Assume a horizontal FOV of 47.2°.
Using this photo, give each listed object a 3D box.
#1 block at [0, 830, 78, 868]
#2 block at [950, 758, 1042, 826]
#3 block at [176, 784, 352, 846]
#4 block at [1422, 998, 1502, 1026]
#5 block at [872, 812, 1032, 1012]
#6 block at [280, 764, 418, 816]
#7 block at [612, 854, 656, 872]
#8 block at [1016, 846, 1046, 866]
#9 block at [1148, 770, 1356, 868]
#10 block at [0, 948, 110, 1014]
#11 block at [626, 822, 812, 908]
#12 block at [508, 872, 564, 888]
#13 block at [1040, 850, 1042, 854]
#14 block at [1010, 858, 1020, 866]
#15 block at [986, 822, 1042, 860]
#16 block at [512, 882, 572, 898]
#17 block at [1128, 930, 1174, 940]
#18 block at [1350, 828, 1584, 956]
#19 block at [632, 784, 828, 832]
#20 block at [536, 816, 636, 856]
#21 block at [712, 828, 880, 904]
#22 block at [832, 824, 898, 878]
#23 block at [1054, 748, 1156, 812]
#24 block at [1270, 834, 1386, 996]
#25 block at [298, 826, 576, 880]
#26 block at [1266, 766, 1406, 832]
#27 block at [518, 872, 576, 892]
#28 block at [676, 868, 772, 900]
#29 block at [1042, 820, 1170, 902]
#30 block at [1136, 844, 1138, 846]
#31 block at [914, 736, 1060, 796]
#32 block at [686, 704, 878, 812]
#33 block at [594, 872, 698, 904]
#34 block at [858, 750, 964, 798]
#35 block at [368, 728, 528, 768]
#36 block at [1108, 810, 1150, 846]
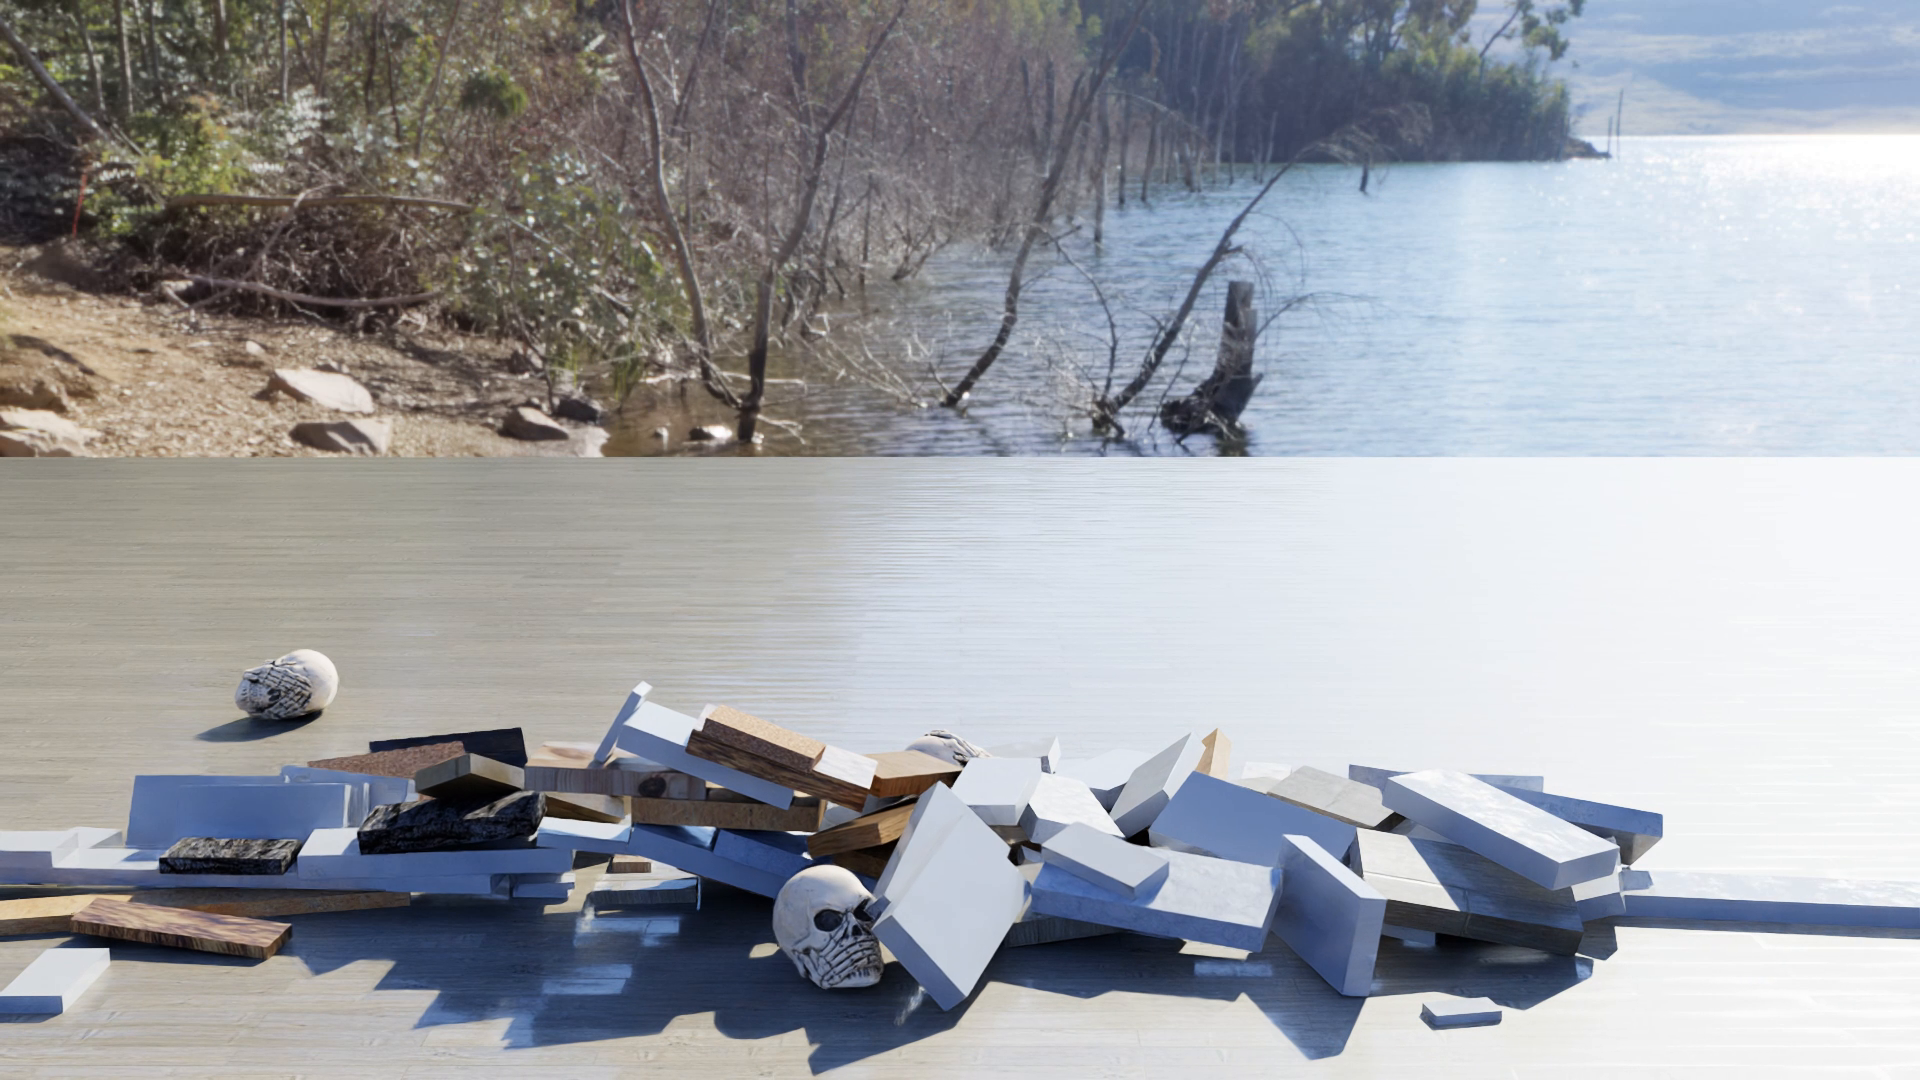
[{"bbox_3d":[-1.597,0.517,3.682,0.202,0.029,0.101,0,11,2],"label":"block"},{"bbox_3d":[0.056,0.428,3.759,0.125,0.035,0.250,-1,12,12],"label":"block"},{"bbox_3d":[-1.197,0.495,3.782,0.283,0.141,0.040,0,-10,-2],"label":"block"},{"bbox_3d":[0.721,0.677,3.160,0.101,0.014,0.050,-2,11,-11],"label":"block"},{"bbox_3d":[-0.006,0.553,3.302,0.046,0.162,0.323,-41,3,28],"label":"block"},{"bbox_3d":[-1.090,0.479,3.892,0.266,0.133,0.038,4,-11,20],"label":"block"},{"bbox_3d":[-0.565,0.549,3.837,0.066,0.019,0.132,0,11,-2],"label":"block"},{"bbox_3d":[0.164,0.554,3.659,0.139,0.020,0.069,24,8,-8],"label":"block"},{"bbox_3d":[0.486,0.492,3.628,0.310,0.044,0.155,17,44,29],"label":"block"},{"bbox_3d":[-1.342,0.652,3.261,0.093,0.026,0.186,0,11,-1],"label":"block"},{"bbox_3d":[-0.396,0.517,3.635,0.302,0.043,0.151,19,9,-8],"label":"block"},{"bbox_3d":[-0.713,0.560,3.703,0.092,0.046,0.013,-2,32,-13],"label":"block"},{"bbox_3d":[0.209,0.551,3.735,0.139,0.020,0.069,13,9,-8],"label":"block"},{"bbox_3d":[0.042,0.547,3.646,0.227,0.032,0.113,15,9,-7],"label":"block"},{"bbox_3d":[0.043,0.502,3.700,0.113,0.032,0.227,21,11,29],"label":"block"},{"bbox_3d":[-0.696,0.583,3.673,0.092,0.013,0.046,0,11,1],"label":"block"},{"bbox_3d":[0.300,0.613,3.502,0.104,0.015,0.052,5,12,26],"label":"block"},{"bbox_3d":[0.788,0.548,3.438,0.338,0.048,0.169,10,30,-1],"label":"block"},{"bbox_3d":[-0.376,0.430,3.621,0.302,0.043,0.151,3,10,3],"label":"block"},{"bbox_3d":[-0.612,0.491,3.640,0.166,0.024,0.083,7,10,-6],"label":"block"},{"bbox_3d":[-0.255,0.522,3.635,0.302,0.043,0.151,19,9,-7],"label":"block"},{"bbox_3d":[-0.101,0.537,3.647,0.227,0.032,0.113,19,9,-10],"label":"block"},{"bbox_3d":[0.289,0.451,4.152,0.140,0.040,0.281,6,11,34],"label":"block"},{"bbox_3d":[0.556,0.569,3.358,0.043,0.150,0.301,7,9,-15],"label":"block"},{"bbox_3d":[-0.863,0.516,3.658,0.438,0.040,0.141,-1,11,-5],"label":"block"},{"bbox_3d":[0.639,0.443,3.711,0.216,0.031,0.108,15,31,42],"label":"block"},{"bbox_3d":[-0.688,0.571,3.665,0.092,0.013,0.046,-1,11,-8],"label":"block"},{"bbox_3d":[-0.388,0.550,3.668,0.167,0.024,0.083,19,9,-7],"label":"block"},{"bbox_3d":[0.228,0.503,3.454,0.184,0.026,0.092,20,33,37],"label":"block"},{"bbox_3d":[0.338,0.550,3.755,0.157,0.022,0.078,12,3,35],"label":"block"},{"bbox_3d":[0.050,0.431,4.190,0.267,0.038,0.134,-10,9,12],"label":"block"},{"bbox_3d":[-0.286,0.351,3.556,0.296,0.042,0.148,19,12,-1],"label":"block"},{"bbox_3d":[-0.522,0.579,3.661,0.167,0.024,0.083,-1,11,-4],"label":"block"},{"bbox_3d":[-0.108,0.403,3.797,0.119,0.034,0.239,17,9,35],"label":"block"},{"bbox_3d":[-0.963,0.437,4.157,0.284,0.040,0.142,-4,51,-21],"label":"block"},{"bbox_3d":[0.271,0.512,4.004,0.107,0.030,0.213,-2,11,-9],"label":"block"}]
